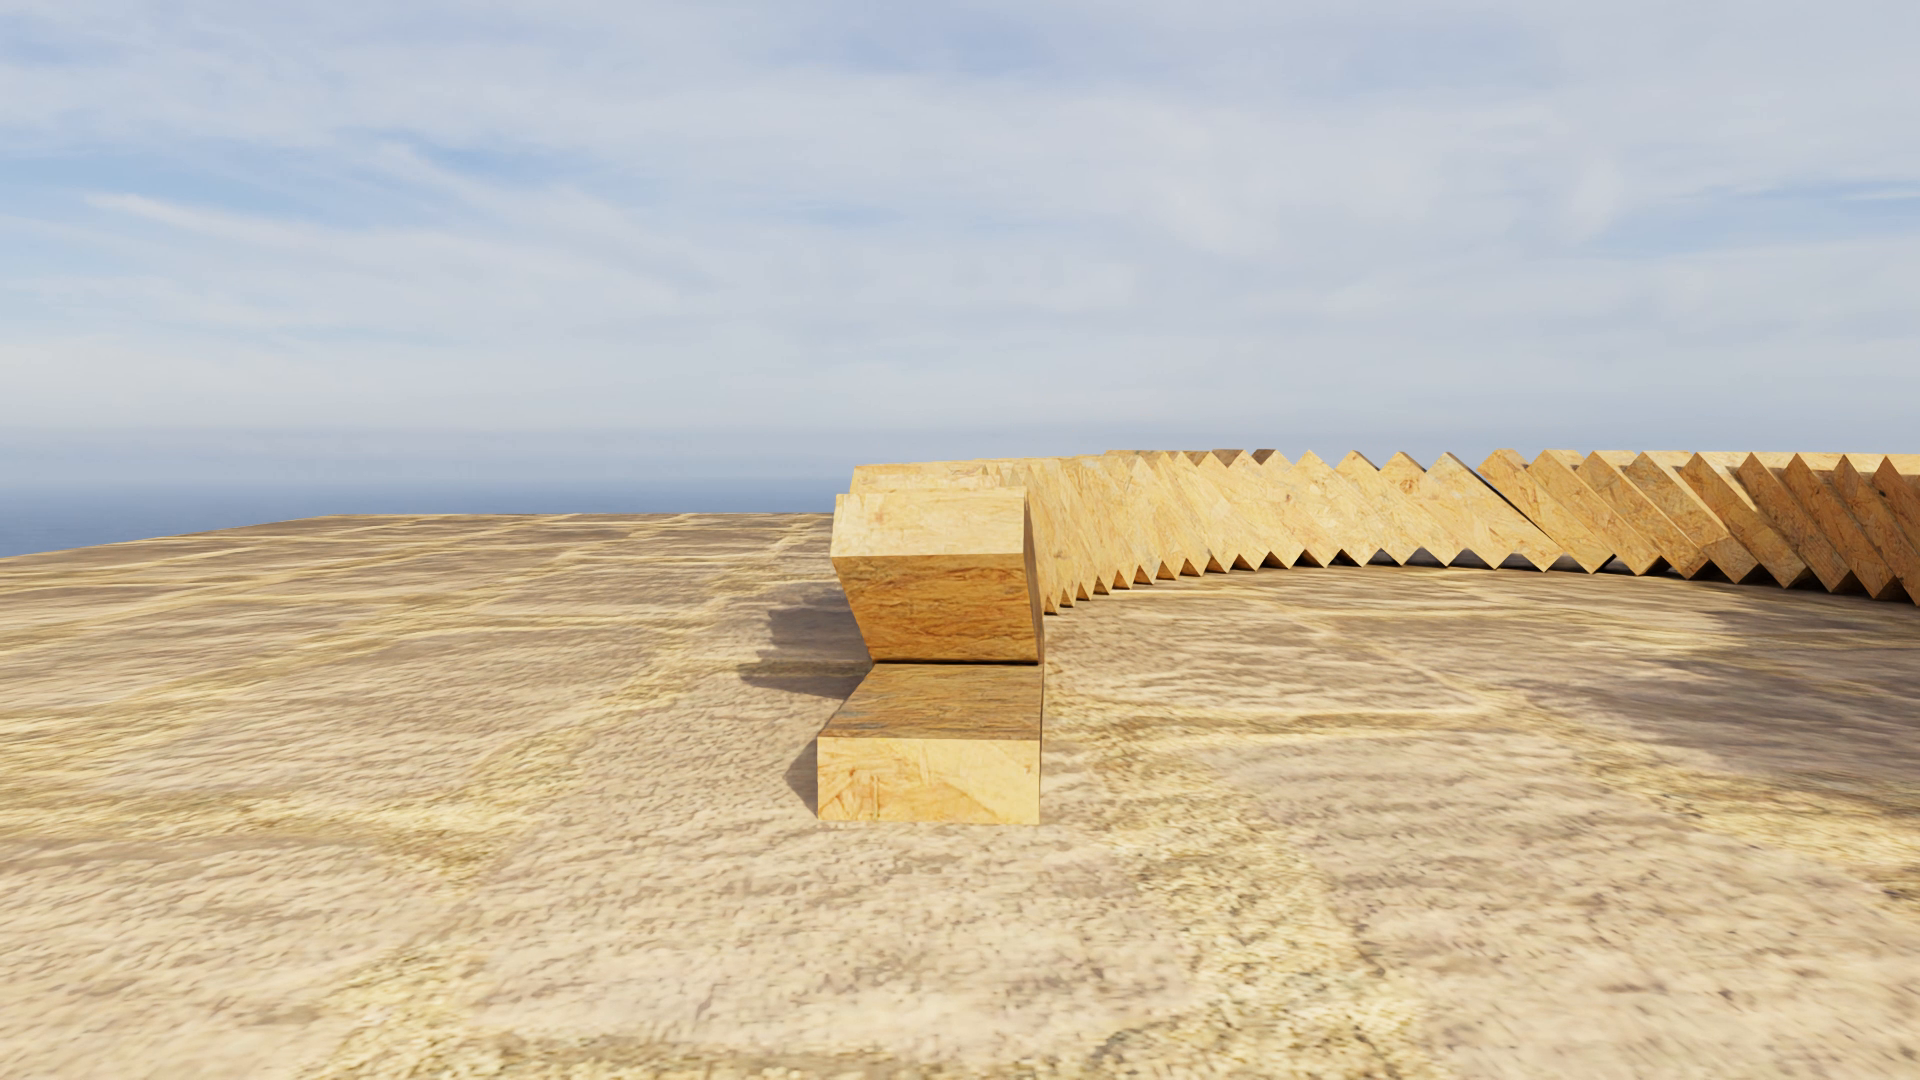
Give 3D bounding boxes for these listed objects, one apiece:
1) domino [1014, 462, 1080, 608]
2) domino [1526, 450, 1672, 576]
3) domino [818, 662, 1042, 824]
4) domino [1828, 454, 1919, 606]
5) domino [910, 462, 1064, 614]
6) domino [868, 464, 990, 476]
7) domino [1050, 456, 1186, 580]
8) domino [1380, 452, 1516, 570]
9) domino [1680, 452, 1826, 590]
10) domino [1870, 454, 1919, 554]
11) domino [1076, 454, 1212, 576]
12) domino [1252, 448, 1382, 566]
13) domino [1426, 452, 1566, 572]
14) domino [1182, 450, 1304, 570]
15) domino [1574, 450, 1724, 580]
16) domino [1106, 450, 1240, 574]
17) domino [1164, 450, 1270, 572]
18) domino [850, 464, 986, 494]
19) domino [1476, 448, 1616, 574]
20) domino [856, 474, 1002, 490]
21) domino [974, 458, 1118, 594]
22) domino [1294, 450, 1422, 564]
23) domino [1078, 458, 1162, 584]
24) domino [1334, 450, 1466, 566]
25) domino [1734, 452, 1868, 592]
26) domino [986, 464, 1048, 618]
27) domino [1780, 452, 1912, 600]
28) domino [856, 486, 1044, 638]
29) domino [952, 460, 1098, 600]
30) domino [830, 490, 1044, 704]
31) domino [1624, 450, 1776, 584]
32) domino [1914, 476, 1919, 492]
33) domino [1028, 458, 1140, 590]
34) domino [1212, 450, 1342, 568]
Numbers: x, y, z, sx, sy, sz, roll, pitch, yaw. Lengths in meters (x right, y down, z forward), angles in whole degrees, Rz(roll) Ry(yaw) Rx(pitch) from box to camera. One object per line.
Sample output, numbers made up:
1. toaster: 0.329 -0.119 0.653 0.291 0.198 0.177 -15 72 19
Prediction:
1. domino: 0.011 -0.001 0.322 0.025 0.009 0.050 2 -33 24
2. domino: 0.216 -0.010 0.430 0.025 0.009 0.050 -3 47 -43
3. domino: -0.002 0.025 0.169 0.025 0.009 0.050 0 4 4
4. domino: 0.262 -0.003 0.348 0.025 0.009 0.050 1 44 1
5. domino: 0.006 0.000 0.307 0.025 0.009 0.050 2 -33 22
6. domino: -0.002 0.003 0.276 0.025 0.009 0.050 1 -34 17
7. domino: 0.047 -0.006 0.394 0.025 0.009 0.050 4 -33 40
8. domino: 0.170 -0.011 0.448 0.050 0.010 0.025 44 19 16
9. domino: 0.248 -0.007 0.393 0.025 0.009 0.050 -1 46 -20
10. domino: 0.262 -0.002 0.332 0.025 0.009 0.050 0 45 5
11. domino: 0.057 -0.008 0.407 0.025 0.009 0.050 4 -33 45
12. domino: 0.123 -0.012 0.453 0.050 0.010 0.025 42 2 -4
13. domino: 0.184 -0.010 0.442 0.050 0.009 0.025 44 20 16
14. domino: 0.093 -0.011 0.440 0.050 0.009 0.025 42 -10 -17
15. domino: 0.228 -0.009 0.419 0.025 0.009 0.050 -3 47 -36
16. domino: 0.068 -0.009 0.419 0.025 0.009 0.050 5 -35 51
17. domino: 0.079 -0.010 0.432 0.050 0.009 0.025 44 -15 -23
18. domino: -0.004 0.004 0.260 0.025 0.009 0.050 0 -34 13
19. domino: 0.201 -0.011 0.437 0.050 0.009 0.025 50 29 22
20. domino: -0.003 0.006 0.243 0.025 0.010 0.050 1 -32 7
21. domino: 0.023 -0.003 0.352 0.025 0.009 0.050 2 -34 30
22. domino: 0.140 -0.012 0.457 0.050 0.010 0.025 43 12 9
23. domino: 0.038 -0.005 0.380 0.025 0.009 0.050 3 -33 36
24. domino: 0.156 -0.012 0.454 0.050 0.009 0.025 44 17 15
25. domino: 0.256 -0.006 0.379 0.025 0.009 0.050 0 45 -10
26. domino: 0.002 0.001 0.292 0.025 0.009 0.050 1 -34 20
27. domino: 0.259 -0.005 0.364 0.025 0.009 0.050 1 45 -5
28. domino: 0.000 0.009 0.205 0.025 0.009 0.050 -1 -30 6
29. domino: 0.017 -0.002 0.337 0.025 0.009 0.050 2 -33 27
30. domino: -0.001 0.010 0.188 0.025 0.009 0.050 -1 -30 7
31. domino: 0.238 -0.008 0.407 0.025 0.009 0.050 -2 46 -30
32. domino: 0.261 -0.001 0.316 0.025 0.010 0.050 1 44 8
33. domino: 0.030 -0.004 0.366 0.025 0.009 0.050 3 -33 33
34. domino: 0.107 -0.011 0.447 0.050 0.009 0.025 42 -5 -12
